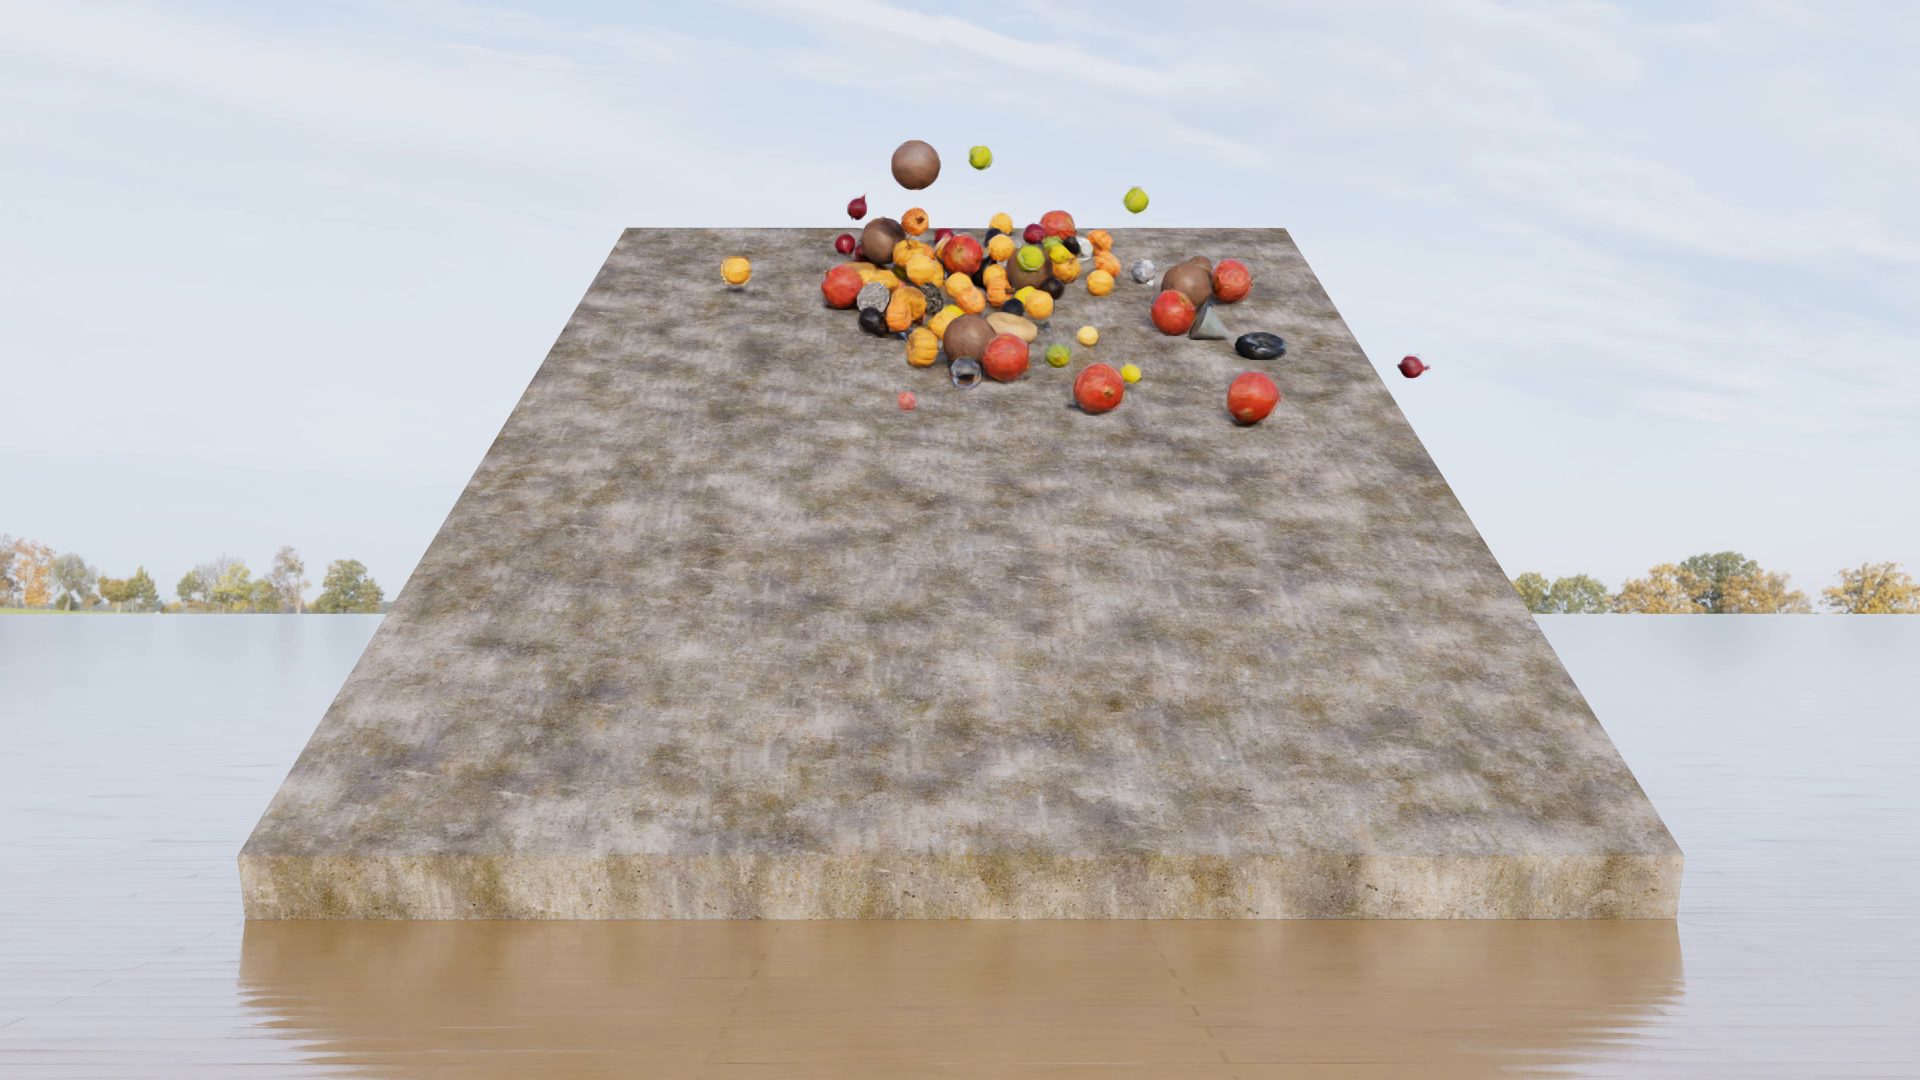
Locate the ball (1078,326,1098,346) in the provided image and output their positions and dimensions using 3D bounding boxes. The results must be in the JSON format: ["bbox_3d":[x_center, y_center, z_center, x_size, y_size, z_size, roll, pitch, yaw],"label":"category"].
[{"bbox_3d":[0.316,-0.504,5.612,0.051,0.051,0.051,0,-2,0],"label":"ball"}]

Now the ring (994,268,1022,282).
[{"bbox_3d":[0.134,-0.730,6.262,0.077,0.026,0.077,-1,21,0],"label":"ring"}]

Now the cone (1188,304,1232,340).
[{"bbox_3d":[0.641,-0.525,5.681,0.100,0.100,0.100,25,-6,-9],"label":"cone"}]

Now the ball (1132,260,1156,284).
[{"bbox_3d":[0.503,-0.736,6.221,0.067,0.067,0.067,0,-2,0],"label":"ball"}]

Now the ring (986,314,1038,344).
[{"bbox_3d":[0.128,-0.528,5.660,0.134,0.045,0.134,13,22,-5],"label":"ring"}]

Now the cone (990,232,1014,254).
[{"bbox_3d":[0.112,-0.844,6.563,0.067,0.067,0.067,-31,2,-7],"label":"cone"}]

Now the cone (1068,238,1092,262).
[{"bbox_3d":[0.339,-0.823,6.503,0.071,0.071,0.071,0,-7,-6],"label":"cone"}]

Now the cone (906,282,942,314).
[{"bbox_3d":[-0.109,-0.620,5.941,0.090,0.090,0.090,-19,-13,36],"label":"cone"}]

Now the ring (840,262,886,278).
[{"bbox_3d":[-0.266,-0.746,6.263,0.130,0.043,0.130,1,8,0],"label":"ring"}]

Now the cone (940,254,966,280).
[{"bbox_3d":[-0.028,-0.729,6.201,0.072,0.072,0.072,0,39,15],"label":"cone"}]

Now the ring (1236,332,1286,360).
[{"bbox_3d":[0.733,-0.472,5.540,0.123,0.041,0.123,-1,25,0],"label":"ring"}]

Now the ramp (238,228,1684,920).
[{"bbox_3d":[-0.005,-0.209,5.031,2.000,0.100,4.000,0,20,0],"label":"ramp"}]

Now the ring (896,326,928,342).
[{"bbox_3d":[-0.120,-0.515,5.672,0.080,0.027,0.080,-2,26,1],"label":"ring"}]

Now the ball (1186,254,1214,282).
[{"bbox_3d":[0.658,-0.746,6.236,0.075,0.075,0.075,0,-2,0],"label":"ball"}]

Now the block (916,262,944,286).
[{"bbox_3d":[-0.084,-0.724,6.202,0.055,0.055,0.055,-19,28,-41],"label":"block"}]

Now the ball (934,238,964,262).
[{"bbox_3d":[-0.030,-0.805,6.341,0.081,0.081,0.081,0,-2,0],"label":"ball"}]

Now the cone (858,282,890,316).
[{"bbox_3d":[-0.208,-0.619,5.933,0.092,0.092,0.092,-1,-10,23],"label":"cone"}]

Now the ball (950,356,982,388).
[{"bbox_3d":[0.013,-0.388,5.262,0.075,0.075,0.075,0,-2,0],"label":"ball"}]
